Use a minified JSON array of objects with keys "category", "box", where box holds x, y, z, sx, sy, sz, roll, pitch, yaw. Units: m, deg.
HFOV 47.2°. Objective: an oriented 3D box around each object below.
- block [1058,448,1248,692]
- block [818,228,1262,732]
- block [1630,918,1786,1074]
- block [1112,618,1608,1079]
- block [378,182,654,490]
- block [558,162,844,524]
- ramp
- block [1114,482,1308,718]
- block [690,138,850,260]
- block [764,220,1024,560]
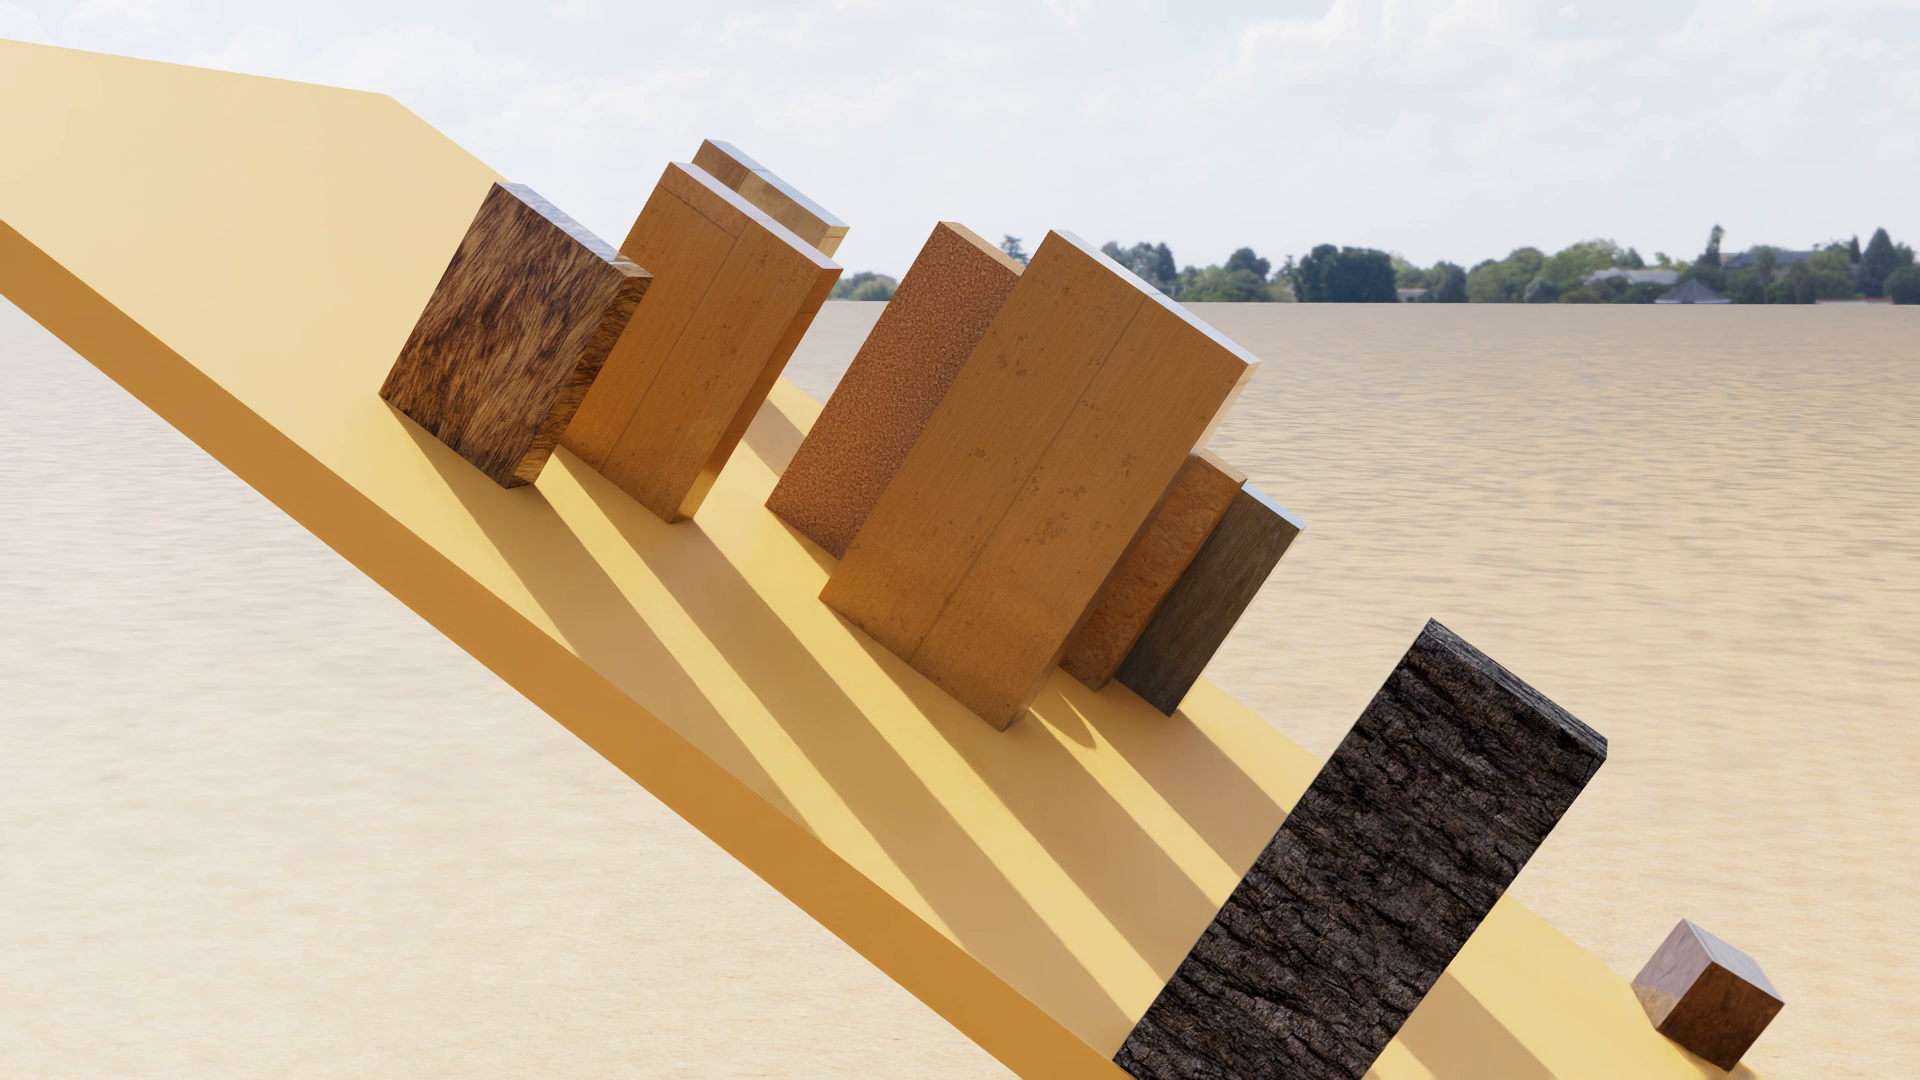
[{"category":"block","box":[0.303,0.004,4.421,0.301,0.515,0.118,36,15,10]},{"category":"block","box":[0.134,-0.103,3.894,0.414,0.786,0.137,36,15,10]},{"category":"block","box":[1.572,0.957,4.634,0.191,0.191,0.191,30,15,-9]},{"category":"block","box":[0.529,0.487,2.948,0.277,0.735,0.123,36,15,10]},{"category":"block","box":[-0.728,-0.334,3.596,0.276,0.411,0.099,36,15,10]},{"category":"block","box":[-0.490,-0.346,3.874,0.335,0.534,0.104,36,15,10]},{"category":"ramp","box":[-0.125,0.210,4.098,4.000,0.100,2.000,36,15,10]},{"category":"block","box":[0.411,0.051,4.565,0.407,0.479,0.103,36,15,10]},{"category":"block","box":[-0.510,-0.614,4.890,0.348,0.421,0.127,36,15,10]},{"category":"block","box":[-0.058,-0.242,4.203,0.331,0.650,0.131,36,15,10]}]
